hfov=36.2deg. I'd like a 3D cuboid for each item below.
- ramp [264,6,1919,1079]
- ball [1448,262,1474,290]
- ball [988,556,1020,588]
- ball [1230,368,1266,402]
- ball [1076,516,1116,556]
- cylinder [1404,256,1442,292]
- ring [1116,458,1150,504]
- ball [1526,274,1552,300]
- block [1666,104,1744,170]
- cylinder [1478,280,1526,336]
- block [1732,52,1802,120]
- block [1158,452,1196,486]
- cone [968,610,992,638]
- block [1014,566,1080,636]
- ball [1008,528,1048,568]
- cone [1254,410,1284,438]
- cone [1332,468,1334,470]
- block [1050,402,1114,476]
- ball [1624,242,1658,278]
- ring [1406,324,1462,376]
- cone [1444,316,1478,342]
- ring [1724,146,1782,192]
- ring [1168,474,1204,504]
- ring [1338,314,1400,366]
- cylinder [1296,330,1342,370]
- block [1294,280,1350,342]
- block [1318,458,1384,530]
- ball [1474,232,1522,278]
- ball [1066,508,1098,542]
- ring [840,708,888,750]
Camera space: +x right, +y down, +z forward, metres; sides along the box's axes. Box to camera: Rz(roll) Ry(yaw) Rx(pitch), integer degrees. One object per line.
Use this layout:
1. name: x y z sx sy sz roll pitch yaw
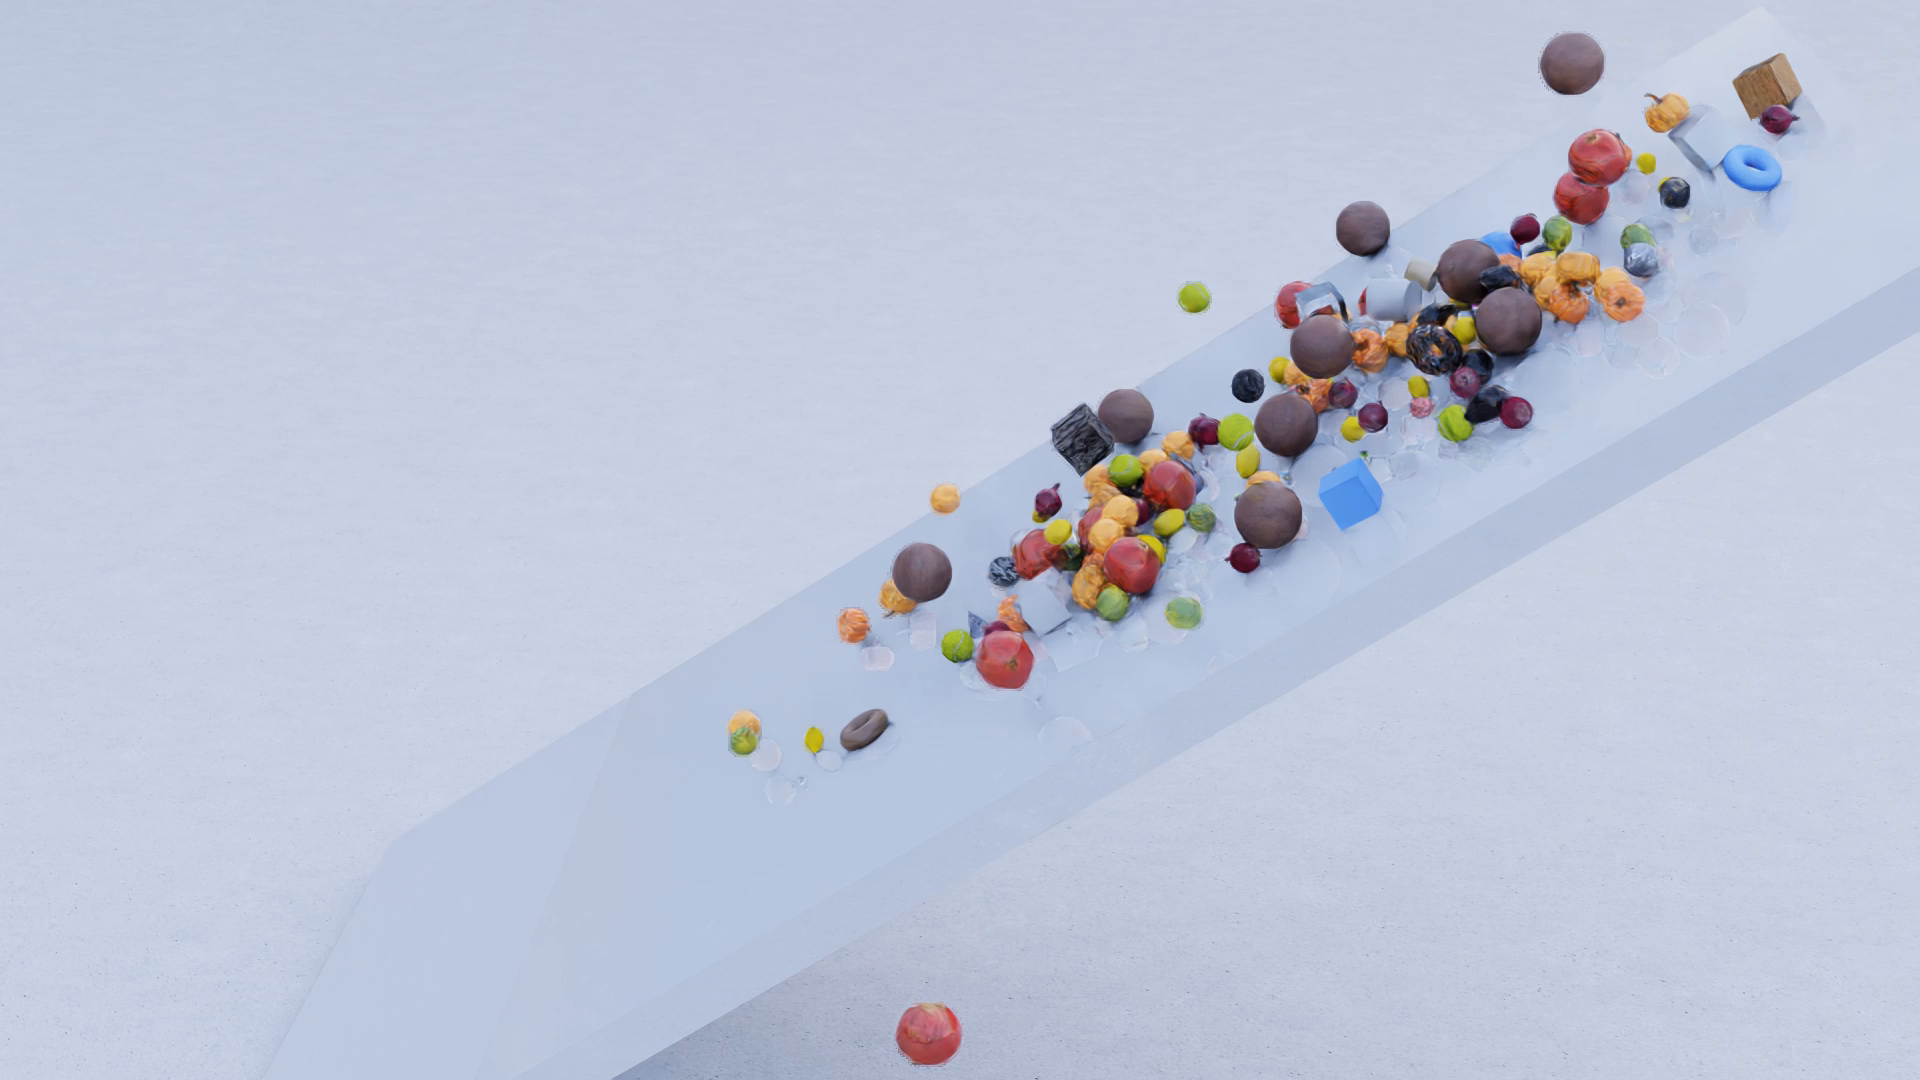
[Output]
1. ramp: 0.138 0.171 6.298 4.000 0.100 2.000 -31 16 14
2. ball: 1.057 -0.556 6.204 0.057 0.057 0.057 0 21 0
3. ball: 0.096 0.070 6.370 0.070 0.070 0.070 0 21 0
4. ball: 0.572 -0.306 5.840 0.068 0.068 0.068 0 21 0
5. ball: 0.286 -0.010 6.179 0.084 0.084 0.084 0 21 0
6. cylinder: 1.000 -0.574 6.359 0.059 0.059 0.059 34 35 24
7. ring: 0.368 -0.125 6.274 0.033 0.098 0.098 5 19 42
8. ball: 1.160 -0.505 5.883 0.051 0.051 0.051 0 21 0
9. block: 1.513 -0.819 5.971 0.092 0.092 0.092 -45 13 2
10. cylinder: 1.077 -0.462 5.847 0.080 0.080 0.080 8 44 21
11. block: 1.651 -0.929 6.016 0.090 0.090 0.090 -23 9 41
12. block: 0.461 -0.145 6.244 0.054 0.054 0.054 32 12 -11
13. cone: 0.031 0.171 6.224 0.055 0.055 0.055 -28 15 9
14. block: 0.175 0.125 5.984 0.086 0.086 0.086 -35 14 25
15. ball: 0.147 0.016 6.393 0.086 0.086 0.086 0 21 0
16. cone: 0.651 -0.235 6.093 0.061 0.061 0.061 -14 19 -32
17. cone: 0.745 -0.105 5.593 0.067 0.067 0.067 -4 18 20
18. block: 0.260 -0.214 6.245 0.092 0.092 0.092 -37 25 16
19. ball: 1.305 -0.537 5.638 0.067 0.067 0.067 0 21 0
20. ring: 0.924 -0.369 5.731 0.116 0.116 0.039 13 45 31
21. cone: 1.022 -0.420 5.954 0.063 0.063 0.063 11 23 37
22. ring: 1.524 -0.714 5.654 0.116 0.039 0.116 8 46 -8
23. ring: 0.475 -0.107 6.181 0.086 0.029 0.086 -32 17 11
24. ring: 0.860 -0.420 6.191 0.131 0.044 0.131 -14 49 16
25. cylinder: 0.777 -0.426 6.305 0.094 0.094 0.094 -3 -20 -9
26. block: 0.761 -0.480 6.180 0.079 0.079 0.079 -22 39 -6
27. block: 0.727 -0.086 5.469 0.084 0.084 0.084 -29 16 23
28. ball: 1.125 -0.597 6.147 0.097 0.097 0.097 0 21 0
29. ball: 0.266 -0.031 6.305 0.075 0.075 0.075 0 21 0
30. ring: -0.199 0.392 6.084 0.116 0.039 0.116 -31 16 10
